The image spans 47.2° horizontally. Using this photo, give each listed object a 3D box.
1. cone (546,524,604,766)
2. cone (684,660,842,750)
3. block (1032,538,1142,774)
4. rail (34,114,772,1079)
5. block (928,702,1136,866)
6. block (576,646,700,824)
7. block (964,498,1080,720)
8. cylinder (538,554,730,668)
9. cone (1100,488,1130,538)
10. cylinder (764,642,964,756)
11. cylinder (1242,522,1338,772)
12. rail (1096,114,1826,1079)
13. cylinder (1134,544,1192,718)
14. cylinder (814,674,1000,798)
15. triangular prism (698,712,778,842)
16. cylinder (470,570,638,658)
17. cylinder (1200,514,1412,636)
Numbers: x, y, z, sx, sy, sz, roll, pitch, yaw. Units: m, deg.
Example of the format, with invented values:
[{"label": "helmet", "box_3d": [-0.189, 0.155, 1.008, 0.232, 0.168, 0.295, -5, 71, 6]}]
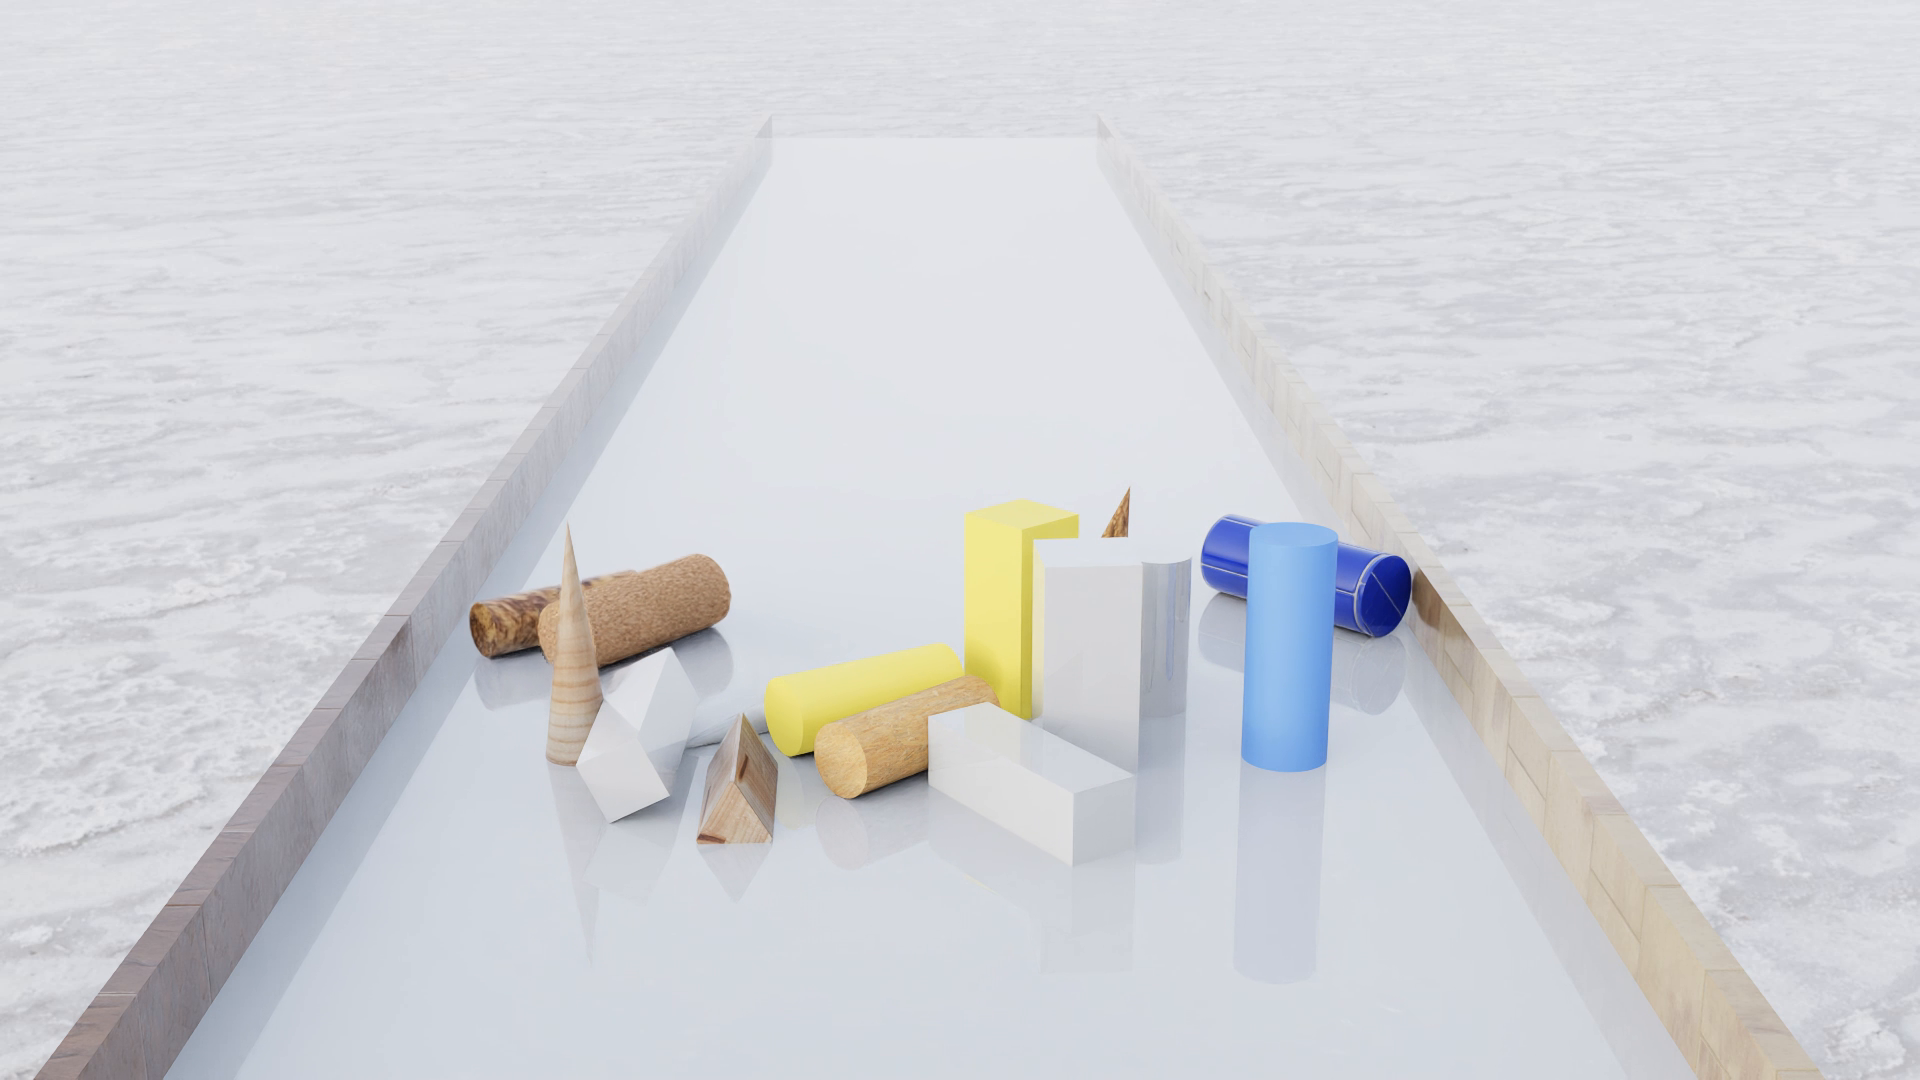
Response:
[{"label": "cone", "box_3d": [-0.681, 0.173, 3.878, 0.122, 0.437, 0.122, 0, 17, 0]}, {"label": "cone", "box_3d": [-0.375, 0.329, 4.029, 0.384, 0.103, 0.103, -19, 24, -29]}, {"label": "block", "box_3d": [0.220, 0.204, 3.869, 0.168, 0.383, 0.168, -1, 17, -5]}, {"label": "rail", "box_3d": [-1.118, -0.838, 7.780, 0.050, 0.150, 12.000, 0, 17, -1]}, {"label": "block", "box_3d": [0.113, 0.400, 3.662, 0.125, 0.125, 0.407, -11, 20, -33]}, {"label": "block", "box_3d": [-0.557, 0.332, 3.841, 0.115, 0.115, 0.452, -25, 15, 7]}, {"label": "block", "box_3d": [0.115, 0.129, 4.139, 0.151, 0.372, 0.151, -15, 22, -41]}, {"label": "cylinder", "box_3d": [-0.655, 0.149, 4.459, 0.153, 0.153, 0.394, 12, 20, 35]}, {"label": "cone", "box_3d": [0.278, 0.059, 4.201, 0.162, 0.449, 0.162, 7, 43, -6]}, {"label": "cylinder", "box_3d": [-0.171, 0.288, 4.006, 0.344, 0.143, 0.143, -11, 20, -32]}, {"label": "cylinder", "box_3d": [0.579, 0.188, 3.871, 0.152, 0.413, 0.152, 0, 17, 0]}, {"label": "rail", "box_3d": [0.932, -0.844, 7.801, 0.050, 0.150, 12.000, 0, 17, -1]}, {"label": "cylinder", "box_3d": [0.370, 0.170, 4.128, 0.121, 0.301, 0.121, 0, 17, 0]}, {"label": "cylinder", "box_3d": [-0.087, 0.341, 3.845, 0.133, 0.133, 0.331, 16, 23, 42]}, {"label": "triangular prism", "box_3d": [-0.375, 0.395, 3.706, 0.121, 0.104, 0.317, -1, 17, -3]}, {"label": "cylinder", "box_3d": [-0.823, 0.149, 4.528, 0.353, 0.113, 0.113, -13, 21, -38]}, {"label": "cylinder", "box_3d": [0.732, 0.071, 4.683, 0.173, 0.173, 0.430, -15, 22, -41]}]
